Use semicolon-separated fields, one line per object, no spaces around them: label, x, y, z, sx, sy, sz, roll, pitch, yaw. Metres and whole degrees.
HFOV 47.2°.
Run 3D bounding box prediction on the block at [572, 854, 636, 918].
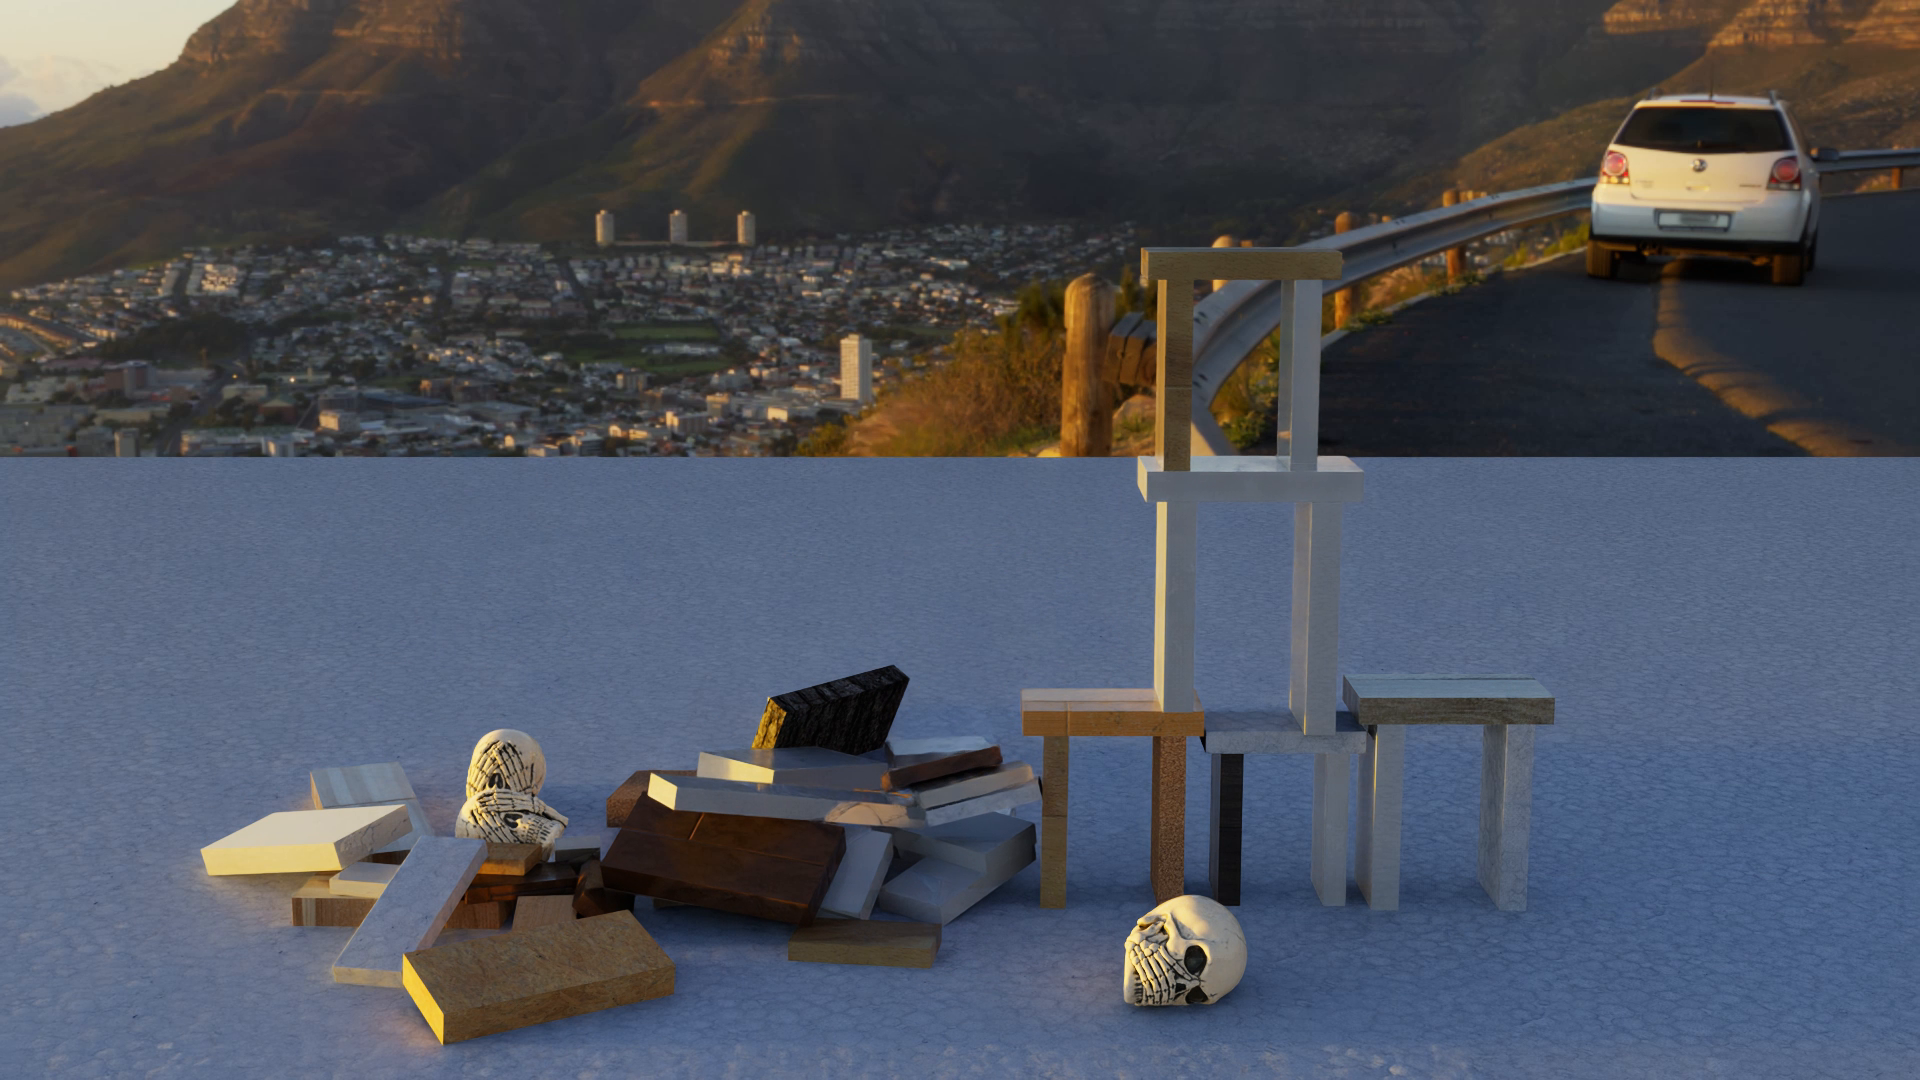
block;-0.568;0.574;3.516;0.096;0.027;0.193;44;4;-11

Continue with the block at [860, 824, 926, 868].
block;-0.037;0.535;3.856;0.286;0.041;0.143;3;11;16

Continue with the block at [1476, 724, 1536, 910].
block;0.902;0.436;3.640;0.044;0.313;0.157;0;11;0

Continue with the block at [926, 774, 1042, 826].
block;0.041;0.431;3.640;0.191;0.027;0.095;-14;2;3

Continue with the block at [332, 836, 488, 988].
block;-0.847;0.571;3.408;0.110;0.031;0.331;2;29;11

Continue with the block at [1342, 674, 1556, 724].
block;0.798;0.260;3.607;0.313;0.044;0.157;0;11;0

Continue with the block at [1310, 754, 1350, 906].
block;0.614;0.462;3.650;0.037;0.259;0.130;0;11;0

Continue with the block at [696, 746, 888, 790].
block;-0.313;0.436;4.153;0.177;0.050;0.354;10;2;34

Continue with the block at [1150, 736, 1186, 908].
block;0.345;0.446;3.643;0.041;0.292;0.146;0;11;0

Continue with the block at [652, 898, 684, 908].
block;-0.439;0.582;3.654;0.147;0.021;0.073;-3;11;-14

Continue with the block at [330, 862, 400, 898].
block;-0.914;0.552;3.549;0.177;0.025;0.089;3;11;13

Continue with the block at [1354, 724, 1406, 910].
block;0.693;0.436;3.640;0.044;0.313;0.157;0;11;0

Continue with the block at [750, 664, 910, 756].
block;-0.263;0.366;4.382;0.050;0.177;0.354;38;31;30

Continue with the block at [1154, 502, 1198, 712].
block;0.350;0.093;3.582;0.049;0.343;0.171;0;11;0

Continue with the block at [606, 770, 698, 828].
block;-0.530;0.472;4.026;0.177;0.050;0.354;0;2;0

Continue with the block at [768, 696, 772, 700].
block;-0.316;0.372;4.760;0.110;0.031;0.221;-7;12;-32

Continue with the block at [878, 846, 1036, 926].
block;-0.003;0.554;3.643;0.130;0.037;0.259;8;23;37

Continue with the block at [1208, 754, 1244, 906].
block;0.441;0.462;3.650;0.037;0.259;0.130;0;11;0

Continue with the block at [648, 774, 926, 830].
block;-0.280;0.428;3.602;0.439;0.037;0.130;8;1;-26

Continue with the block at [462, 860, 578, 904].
block;-0.713;0.552;3.547;0.177;0.025;0.089;-3;11;-20

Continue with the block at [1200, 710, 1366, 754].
block;0.528;0.316;3.623;0.259;0.037;0.130;0;11;0

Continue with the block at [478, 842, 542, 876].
block;-0.783;0.518;3.591;0.177;0.025;0.089;1;9;8

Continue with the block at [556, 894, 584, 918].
block;-0.640;0.596;3.562;0.096;0.027;0.193;2;11;11

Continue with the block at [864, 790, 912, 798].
block;-0.085;0.490;3.954;0.204;0.029;0.102;4;-27;13

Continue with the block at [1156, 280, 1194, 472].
block;0.341;-0.269;3.508;0.042;0.300;0.150;0;11;0

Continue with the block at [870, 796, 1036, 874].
block;-0.013;0.492;3.715;0.259;0.037;0.130;10;24;40

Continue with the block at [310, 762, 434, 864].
block;-1.067;0.506;3.994;0.167;0.047;0.553;-4;11;-21

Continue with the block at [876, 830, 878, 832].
block;-0.272;0.524;3.730;0.286;0.041;0.143;1;-20;7

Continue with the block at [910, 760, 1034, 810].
block;0.020;0.405;3.648;0.191;0.027;0.095;-13;2;-10

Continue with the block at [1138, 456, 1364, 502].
block;0.465;-0.099;3.546;0.343;0.049;0.171;0;11;0

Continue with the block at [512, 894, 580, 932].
block;-0.642;0.610;3.396;0.096;0.027;0.193;-1;21;-5

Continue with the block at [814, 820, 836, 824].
block;-0.362;0.499;3.834;0.286;0.041;0.143;-4;-26;-21

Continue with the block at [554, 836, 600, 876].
block;-0.633;0.523;3.636;0.073;0.021;0.147;-2;-25;-11

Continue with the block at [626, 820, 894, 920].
block;-0.327;0.526;3.579;0.403;0.050;0.175;7;40;13

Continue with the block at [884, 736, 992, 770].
block;-0.043;0.430;4.454;0.204;0.029;0.102;-2;11;-13

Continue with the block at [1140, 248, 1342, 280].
block;0.442;-0.438;3.478;0.300;0.042;0.150;0;11;0

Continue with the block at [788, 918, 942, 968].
block;-0.146;0.623;3.406;0.220;0.031;0.110;2;11;8

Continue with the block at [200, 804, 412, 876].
block;-1.110;0.510;3.733;0.333;0.047;0.166;-7;12;33

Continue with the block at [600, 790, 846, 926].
block;-0.377;0.508;3.522;0.350;0.050;0.175;8;38;14

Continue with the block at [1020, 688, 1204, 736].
block;0.248;0.283;3.613;0.292;0.041;0.146;0;11;0

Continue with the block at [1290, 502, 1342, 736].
block;0.579;0.111;3.585;0.049;0.380;0.171;0;11;0

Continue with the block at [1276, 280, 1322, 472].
block;0.541;-0.269;3.508;0.042;0.300;0.150;0;11;0

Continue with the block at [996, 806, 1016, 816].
block;-0.006;0.504;4.051;0.204;0.029;0.102;2;11;9

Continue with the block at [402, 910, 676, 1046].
block;-0.614;0.634;3.211;0.350;0.050;0.175;-6;23;-31

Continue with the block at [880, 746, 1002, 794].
block;-0.031;0.384;3.673;0.191;0.027;0.095;-12;-10;-12

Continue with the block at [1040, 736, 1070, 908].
block;0.157;0.446;3.642;0.041;0.292;0.146;1;11;3

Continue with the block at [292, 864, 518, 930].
block;-0.897;0.581;3.590;0.333;0.047;0.167;1;11;3
